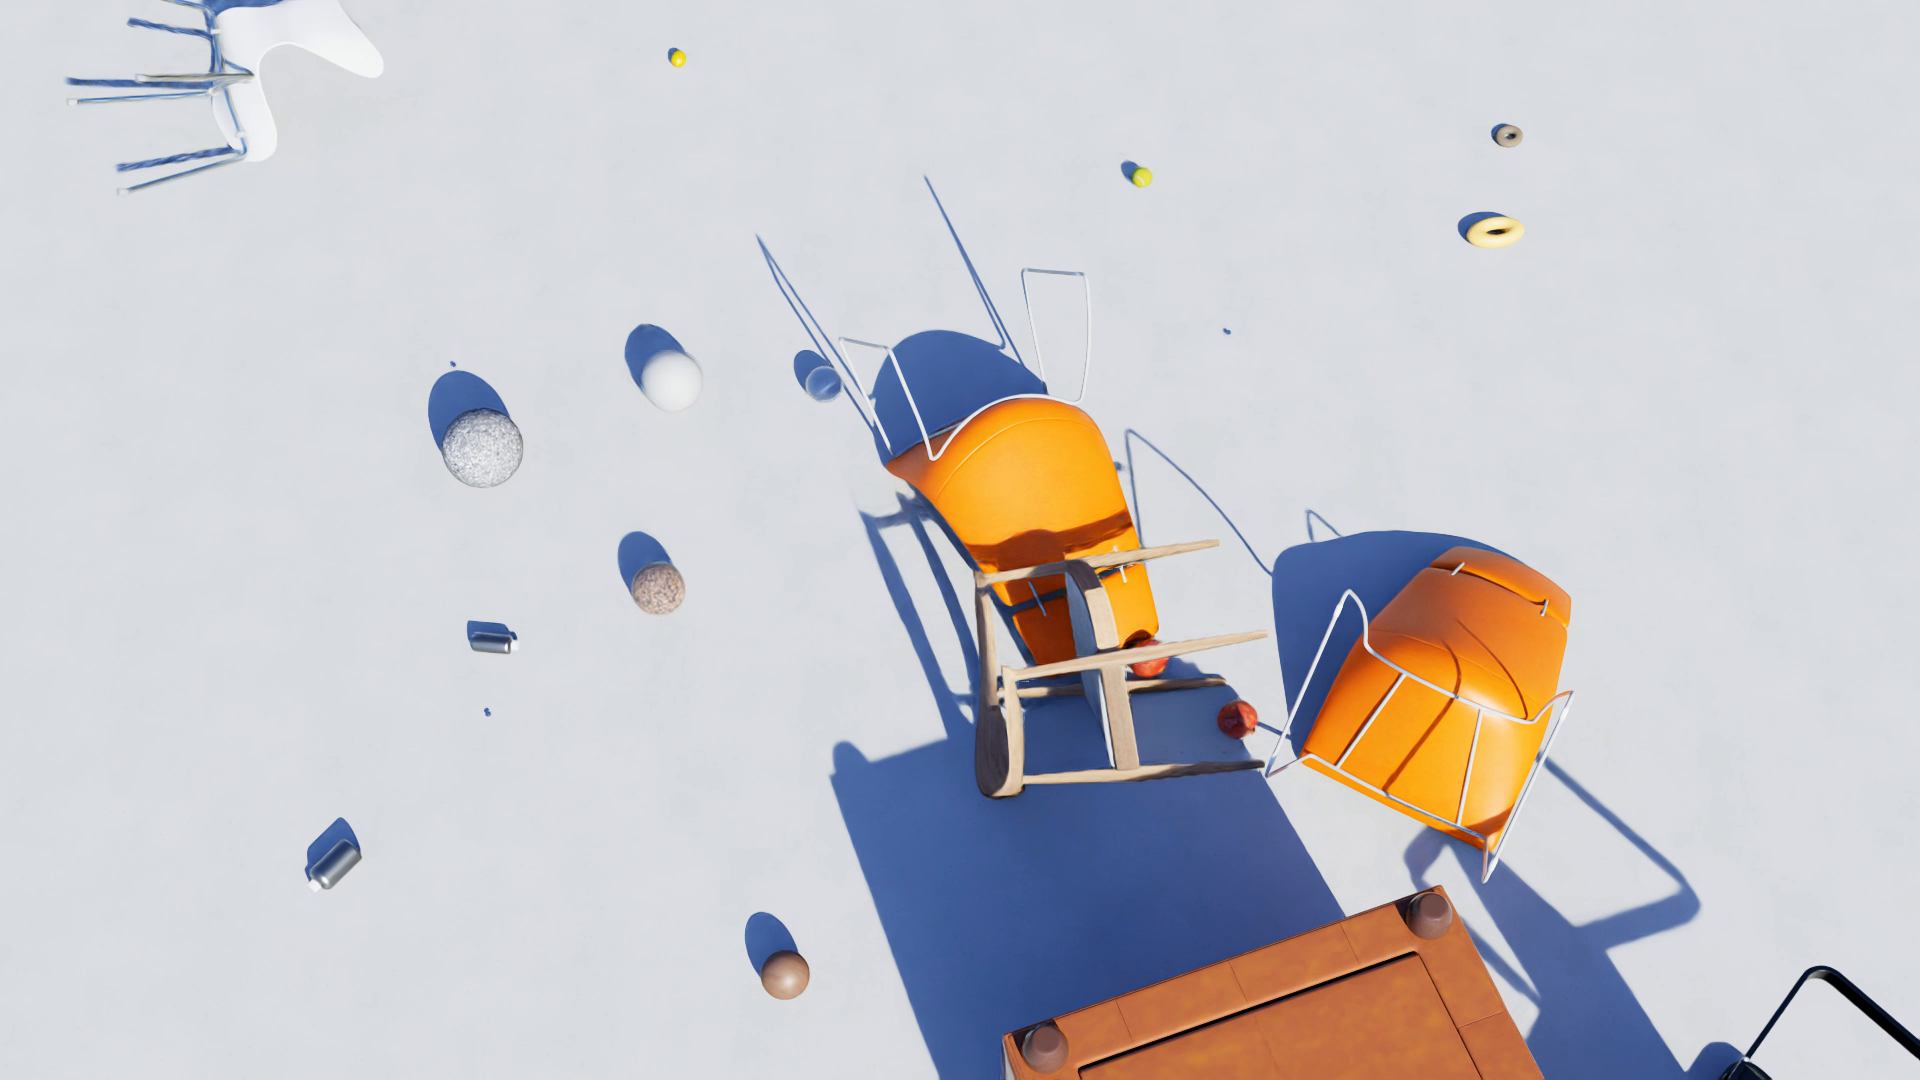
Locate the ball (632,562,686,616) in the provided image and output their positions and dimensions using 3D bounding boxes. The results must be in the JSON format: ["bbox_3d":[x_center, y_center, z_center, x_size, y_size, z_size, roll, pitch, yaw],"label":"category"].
[{"bbox_3d":[-0.875,0.140,6.386,0.157,0.157,0.157,0,56,0],"label":"ball"}]

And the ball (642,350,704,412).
[{"bbox_3d":[-0.888,-0.490,6.788,0.191,0.191,0.191,0,56,0],"label":"ball"}]

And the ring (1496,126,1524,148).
[{"bbox_3d":[1.868,-1.373,7.481,0.091,0.025,0.102,37,64,23],"label":"ring"}]

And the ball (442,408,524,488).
[{"bbox_3d":[-1.435,-0.277,6.614,0.242,0.242,0.242,0,56,0],"label":"ball"}]

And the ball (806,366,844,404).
[{"bbox_3d":[-0.421,-0.483,6.828,0.115,0.115,0.115,0,56,0],"label":"ball"}]

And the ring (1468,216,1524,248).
[{"bbox_3d":[1.759,-1.010,7.223,0.196,0.049,0.112,-10,58,-8],"label":"ring"}]
